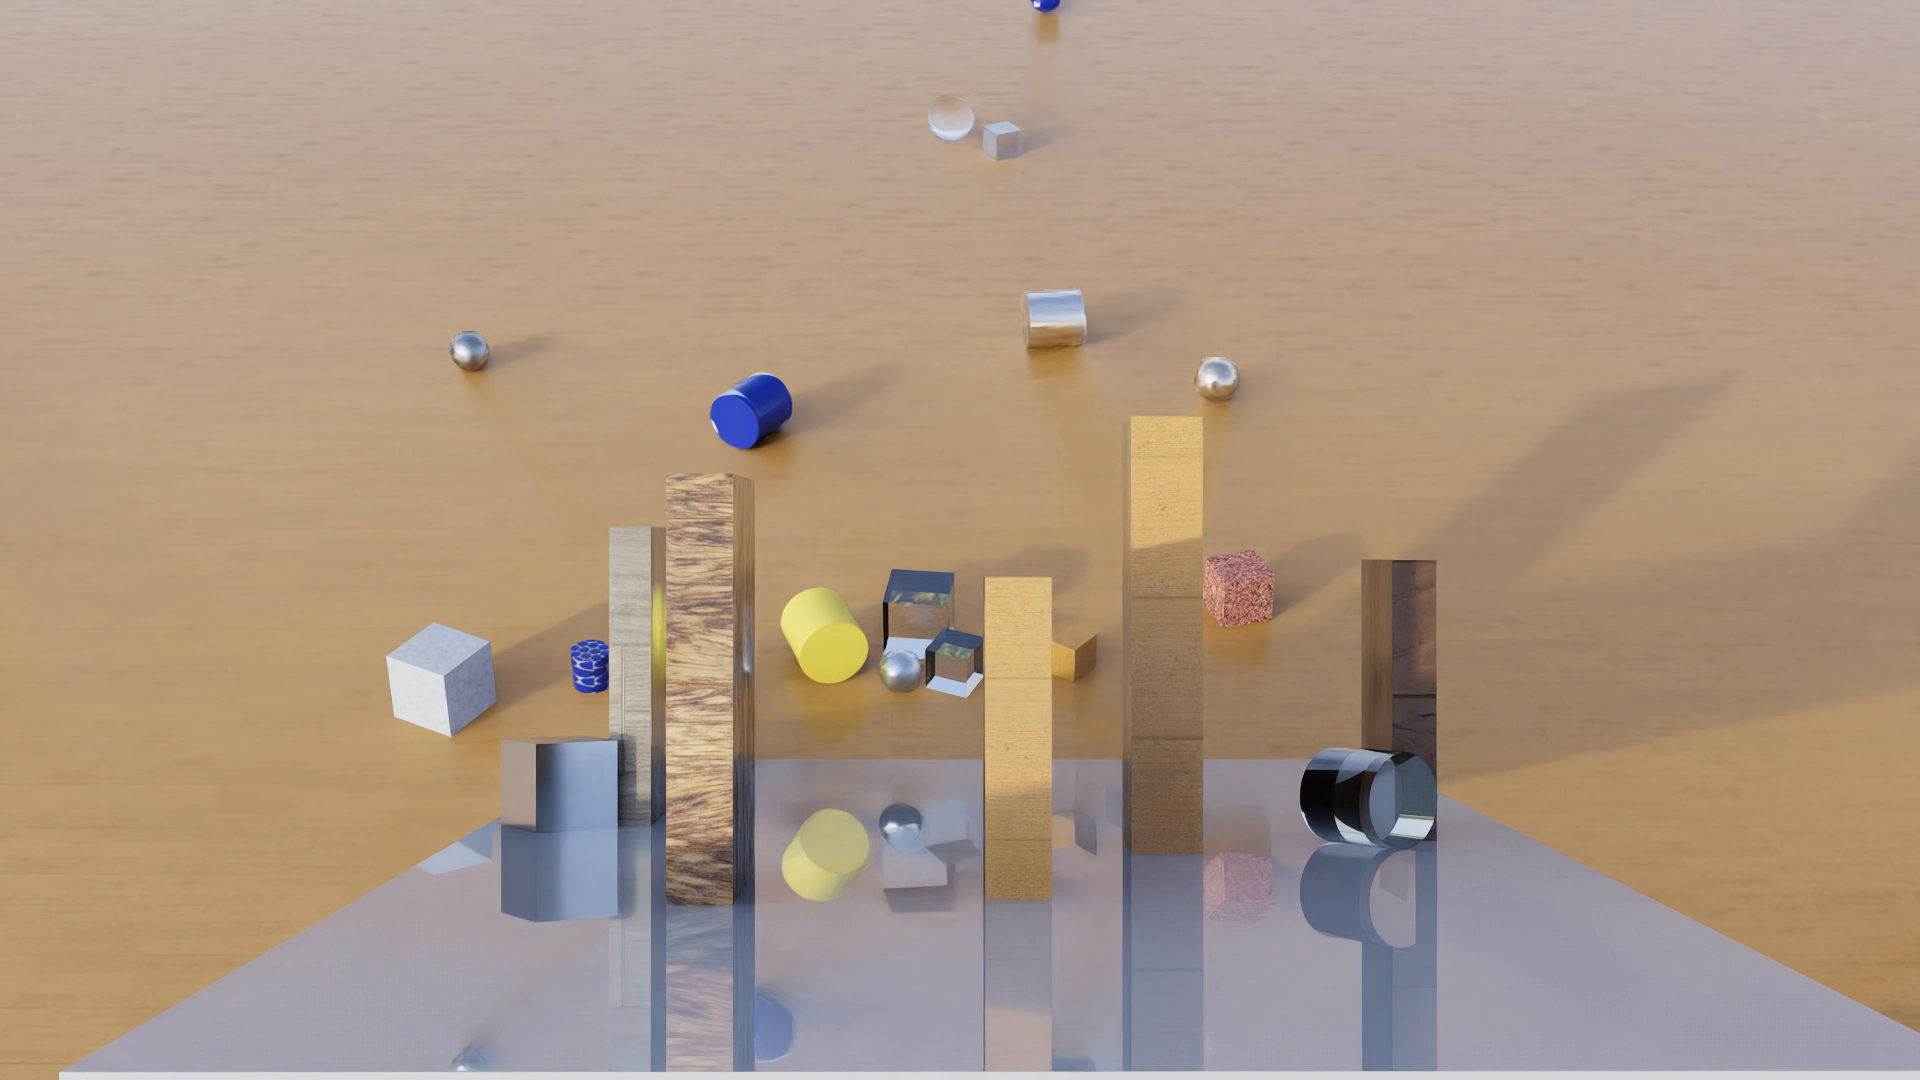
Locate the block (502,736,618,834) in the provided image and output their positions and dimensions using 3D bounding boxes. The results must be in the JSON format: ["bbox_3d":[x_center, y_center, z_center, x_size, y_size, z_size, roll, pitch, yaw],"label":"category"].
[{"bbox_3d":[-0.782,0.474,5.047,0.170,0.170,0.170,0,0,-33],"label":"block"}]

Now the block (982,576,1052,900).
[{"bbox_3d":[0.090,0.307,4.177,0.103,0.497,0.361,0,0,0],"label":"block"}]

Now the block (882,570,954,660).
[{"bbox_3d":[-0.114,0.209,7.269,0.179,0.179,0.179,3,31,6],"label":"block"}]

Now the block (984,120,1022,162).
[{"bbox_3d":[0.170,-1.603,10.398,0.112,0.112,0.112,-16,34,-25],"label":"block"}]

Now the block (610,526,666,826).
[{"bbox_3d":[-0.645,0.267,5.262,0.081,0.585,0.405,0,0,0],"label":"block"}]

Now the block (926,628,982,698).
[{"bbox_3d":[-0.013,0.337,7.108,0.124,0.124,0.124,13,33,21],"label":"block"}]

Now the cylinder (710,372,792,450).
[{"bbox_3d":[-0.669,-0.416,8.318,0.188,0.188,0.188,17,35,27],"label":"cylinder"}]

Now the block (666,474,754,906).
[{"bbox_3d":[-0.395,0.228,4.138,0.101,0.655,0.422,0,0,0],"label":"block"}]

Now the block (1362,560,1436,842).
[{"bbox_3d":[0.841,0.298,4.975,0.082,0.520,0.365,0,0,0],"label":"block"}]

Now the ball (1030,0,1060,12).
[{"bbox_3d":[0.393,-2.491,11.868,0.143,0.143,0.143,0,31,0],"label":"ball"}]

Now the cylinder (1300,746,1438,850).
[{"bbox_3d":[0.744,0.469,4.720,0.176,0.176,0.176,-24,14,-34],"label":"cylinder"}]

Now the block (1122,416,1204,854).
[{"bbox_3d":[0.368,0.169,4.722,0.127,0.777,0.251,0,0,0],"label":"block"}]

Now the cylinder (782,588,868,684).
[{"bbox_3d":[-0.376,0.264,7.162,0.194,0.194,0.194,-10,32,-16],"label":"cylinder"}]

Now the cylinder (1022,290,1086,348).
[{"bbox_3d":[0.320,-0.758,8.895,0.189,0.189,0.189,-5,31,-8],"label":"cylinder"}]

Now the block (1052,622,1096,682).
[{"bbox_3d":[0.304,0.310,7.170,0.105,0.105,0.105,21,37,31],"label":"block"}]

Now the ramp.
[{"bbox_3d":[0.068,0.607,4.674,2.000,0.100,4.000,0,0,0],"label":"ramp"}]

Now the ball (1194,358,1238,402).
[{"bbox_3d":[0.847,-0.528,8.550,0.144,0.144,0.144,0,31,0],"label":"ball"}]

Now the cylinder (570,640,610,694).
[{"bbox_3d":[-1.012,0.348,7.106,0.107,0.107,0.107,0,31,0],"label":"cylinder"}]

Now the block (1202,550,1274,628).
[{"bbox_3d":[0.797,0.140,7.415,0.150,0.150,0.150,-9,32,-15],"label":"block"}]

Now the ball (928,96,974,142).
[{"bbox_3d":[-0.037,-1.710,10.509,0.184,0.184,0.184,0,31,0],"label":"ball"}]

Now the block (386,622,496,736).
[{"bbox_3d":[-1.395,0.375,6.974,0.194,0.194,0.194,16,34,25],"label":"block"}]

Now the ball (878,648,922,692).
[{"bbox_3d":[-0.163,0.356,7.079,0.120,0.120,0.120,0,31,0],"label":"ball"}]

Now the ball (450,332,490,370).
[{"bbox_3d":[-1.655,-0.635,8.746,0.128,0.128,0.128,0,31,0],"label":"ball"}]
